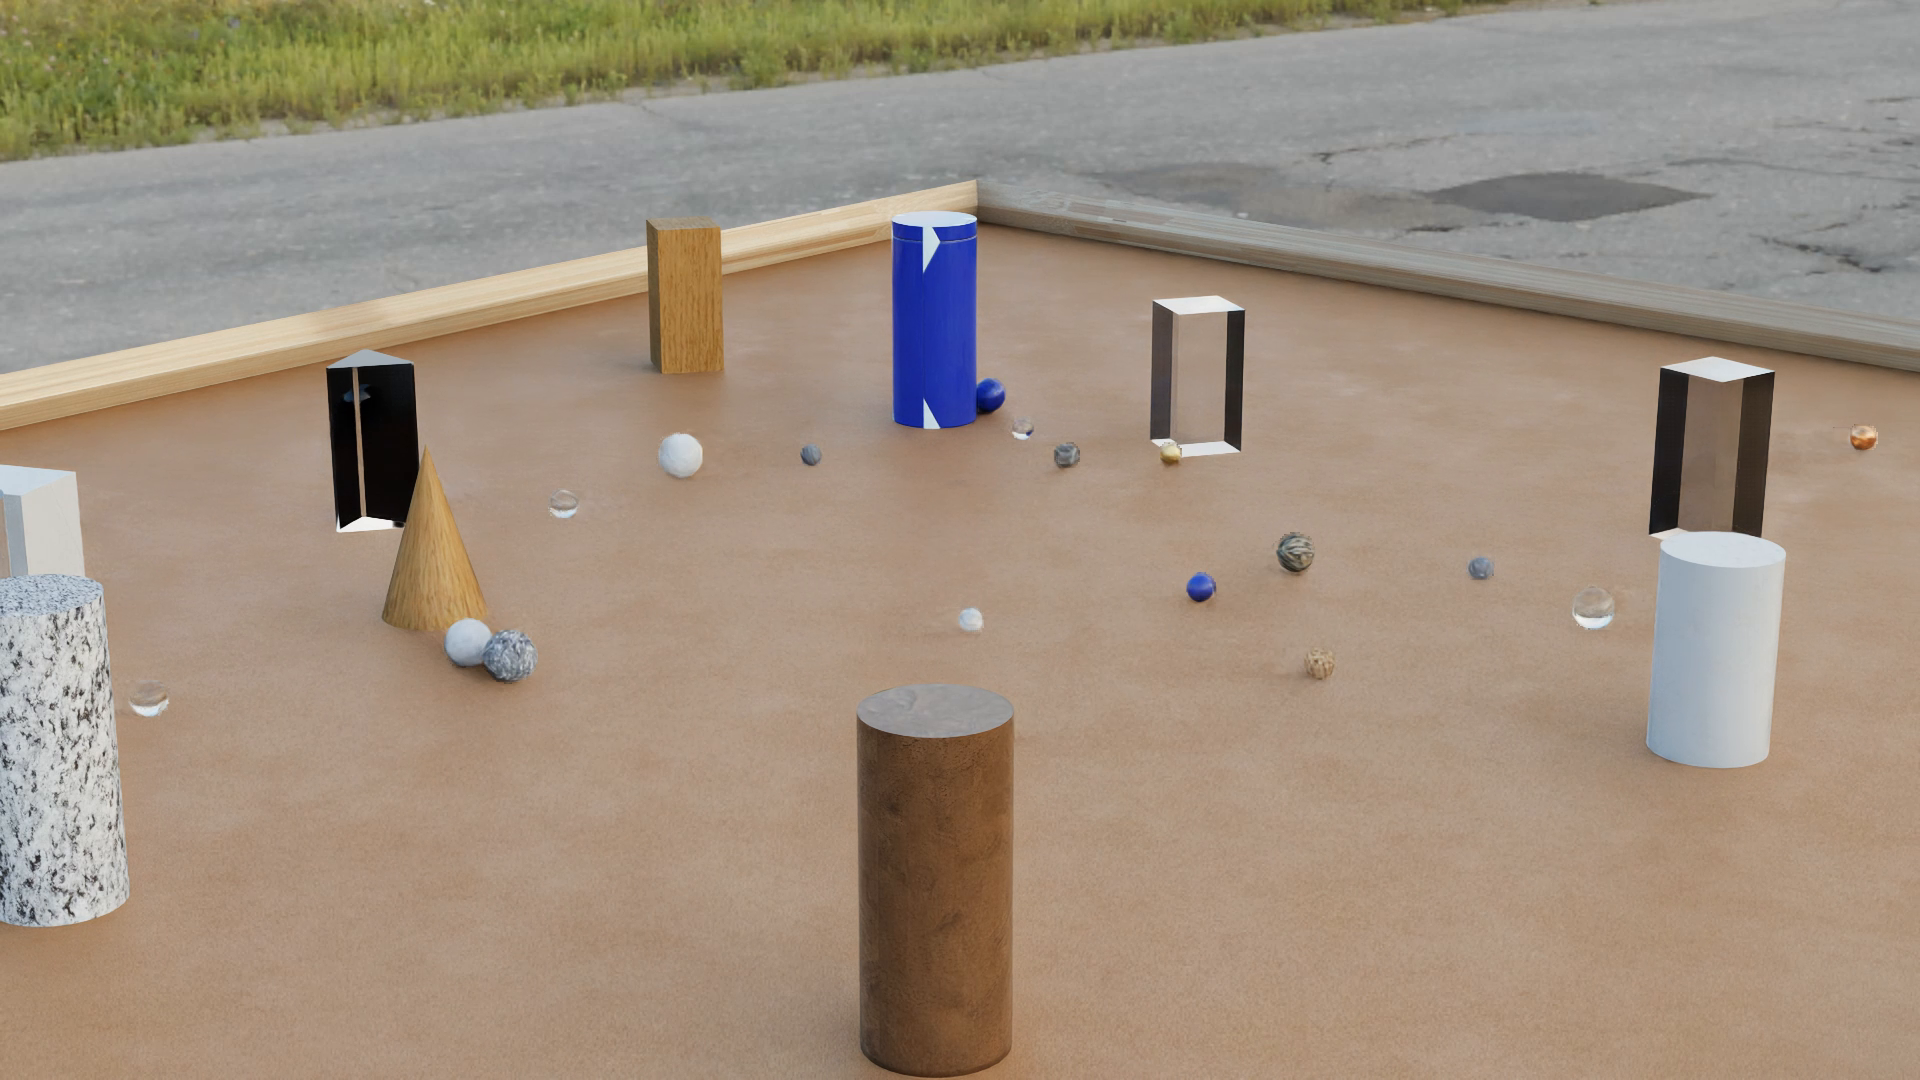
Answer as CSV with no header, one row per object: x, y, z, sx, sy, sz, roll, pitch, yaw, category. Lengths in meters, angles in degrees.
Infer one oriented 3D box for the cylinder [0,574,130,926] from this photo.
-1.186,0.271,3.803,0.180,0.420,0.180,0,17,0,cylinder

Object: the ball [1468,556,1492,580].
0.921,0.050,5.186,0.041,0.041,0.041,0,17,0,ball

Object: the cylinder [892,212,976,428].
-0.054,-0.468,6.222,0.180,0.432,0.180,0,17,0,cylinder

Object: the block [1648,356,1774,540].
1.381,-0.158,5.390,0.144,0.321,0.144,-12,20,-34,block

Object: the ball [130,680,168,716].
-1.250,0.243,4.522,0.057,0.057,0.057,0,17,0,ball

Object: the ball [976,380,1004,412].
0.061,-0.312,6.328,0.071,0.071,0.071,0,17,0,ball

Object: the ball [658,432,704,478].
-0.555,-0.167,5.820,0.090,0.090,0.090,0,17,0,ball

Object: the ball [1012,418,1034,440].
0.131,-0.231,6.107,0.045,0.045,0.045,0,17,0,ball

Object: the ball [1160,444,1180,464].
0.425,-0.173,5.922,0.041,0.041,0.041,0,17,0,ball

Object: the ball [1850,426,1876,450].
1.856,-0.210,6.026,0.051,0.051,0.051,0,17,0,ball

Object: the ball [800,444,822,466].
-0.300,-0.172,5.917,0.042,0.042,0.042,0,17,0,ball

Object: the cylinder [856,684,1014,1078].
-0.028,0.394,3.403,0.180,0.418,0.180,0,17,0,cylinder

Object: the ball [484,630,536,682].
-0.717,0.184,4.672,0.084,0.084,0.084,0,17,0,ball

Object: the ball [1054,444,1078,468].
0.213,-0.170,5.897,0.050,0.050,0.050,0,17,0,ball

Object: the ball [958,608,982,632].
0.018,0.135,4.908,0.041,0.041,0.041,0,17,0,ball

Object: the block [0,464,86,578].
-1.498,0.060,4.668,0.144,0.324,0.144,6,18,18,block

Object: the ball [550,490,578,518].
-0.750,-0.067,5.553,0.053,0.053,0.053,0,17,0,ball

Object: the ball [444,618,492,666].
-0.794,0.166,4.740,0.078,0.078,0.078,0,17,0,ball

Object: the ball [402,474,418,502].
-1.044,-0.099,5.647,0.059,0.059,0.059,0,17,0,ball

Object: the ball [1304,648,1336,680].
0.575,0.198,4.685,0.050,0.050,0.050,0,17,0,ball

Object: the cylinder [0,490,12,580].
-1.520,0.112,4.426,0.180,0.363,0.180,0,17,0,cylinder

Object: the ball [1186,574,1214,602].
0.415,0.082,5.069,0.047,0.047,0.047,0,17,0,ball

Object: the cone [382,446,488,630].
-0.896,-0.018,4.963,0.180,0.302,0.180,0,17,0,cone

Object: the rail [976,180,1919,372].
1.727,-0.548,7.026,4.495,0.117,0.045,14,22,39,rail

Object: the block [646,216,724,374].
-0.628,-0.561,6.704,0.144,0.331,0.144,-5,18,-15,block

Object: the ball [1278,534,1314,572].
0.599,0.024,5.231,0.066,0.066,0.066,0,17,0,ball

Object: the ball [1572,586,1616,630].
1.064,0.114,4.923,0.072,0.072,0.072,0,17,0,ball

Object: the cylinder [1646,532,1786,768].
1.122,0.162,4.355,0.180,0.310,0.180,0,17,0,cylinder

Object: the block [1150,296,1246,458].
0.486,-0.337,6.020,0.144,0.298,0.144,-5,18,-17,block

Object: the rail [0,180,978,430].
-1.679,-0.394,6.517,0.045,0.117,5.317,14,22,39,rail

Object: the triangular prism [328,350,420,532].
-1.104,-0.190,5.508,0.156,0.314,0.135,-5,17,-15,triangular prism
